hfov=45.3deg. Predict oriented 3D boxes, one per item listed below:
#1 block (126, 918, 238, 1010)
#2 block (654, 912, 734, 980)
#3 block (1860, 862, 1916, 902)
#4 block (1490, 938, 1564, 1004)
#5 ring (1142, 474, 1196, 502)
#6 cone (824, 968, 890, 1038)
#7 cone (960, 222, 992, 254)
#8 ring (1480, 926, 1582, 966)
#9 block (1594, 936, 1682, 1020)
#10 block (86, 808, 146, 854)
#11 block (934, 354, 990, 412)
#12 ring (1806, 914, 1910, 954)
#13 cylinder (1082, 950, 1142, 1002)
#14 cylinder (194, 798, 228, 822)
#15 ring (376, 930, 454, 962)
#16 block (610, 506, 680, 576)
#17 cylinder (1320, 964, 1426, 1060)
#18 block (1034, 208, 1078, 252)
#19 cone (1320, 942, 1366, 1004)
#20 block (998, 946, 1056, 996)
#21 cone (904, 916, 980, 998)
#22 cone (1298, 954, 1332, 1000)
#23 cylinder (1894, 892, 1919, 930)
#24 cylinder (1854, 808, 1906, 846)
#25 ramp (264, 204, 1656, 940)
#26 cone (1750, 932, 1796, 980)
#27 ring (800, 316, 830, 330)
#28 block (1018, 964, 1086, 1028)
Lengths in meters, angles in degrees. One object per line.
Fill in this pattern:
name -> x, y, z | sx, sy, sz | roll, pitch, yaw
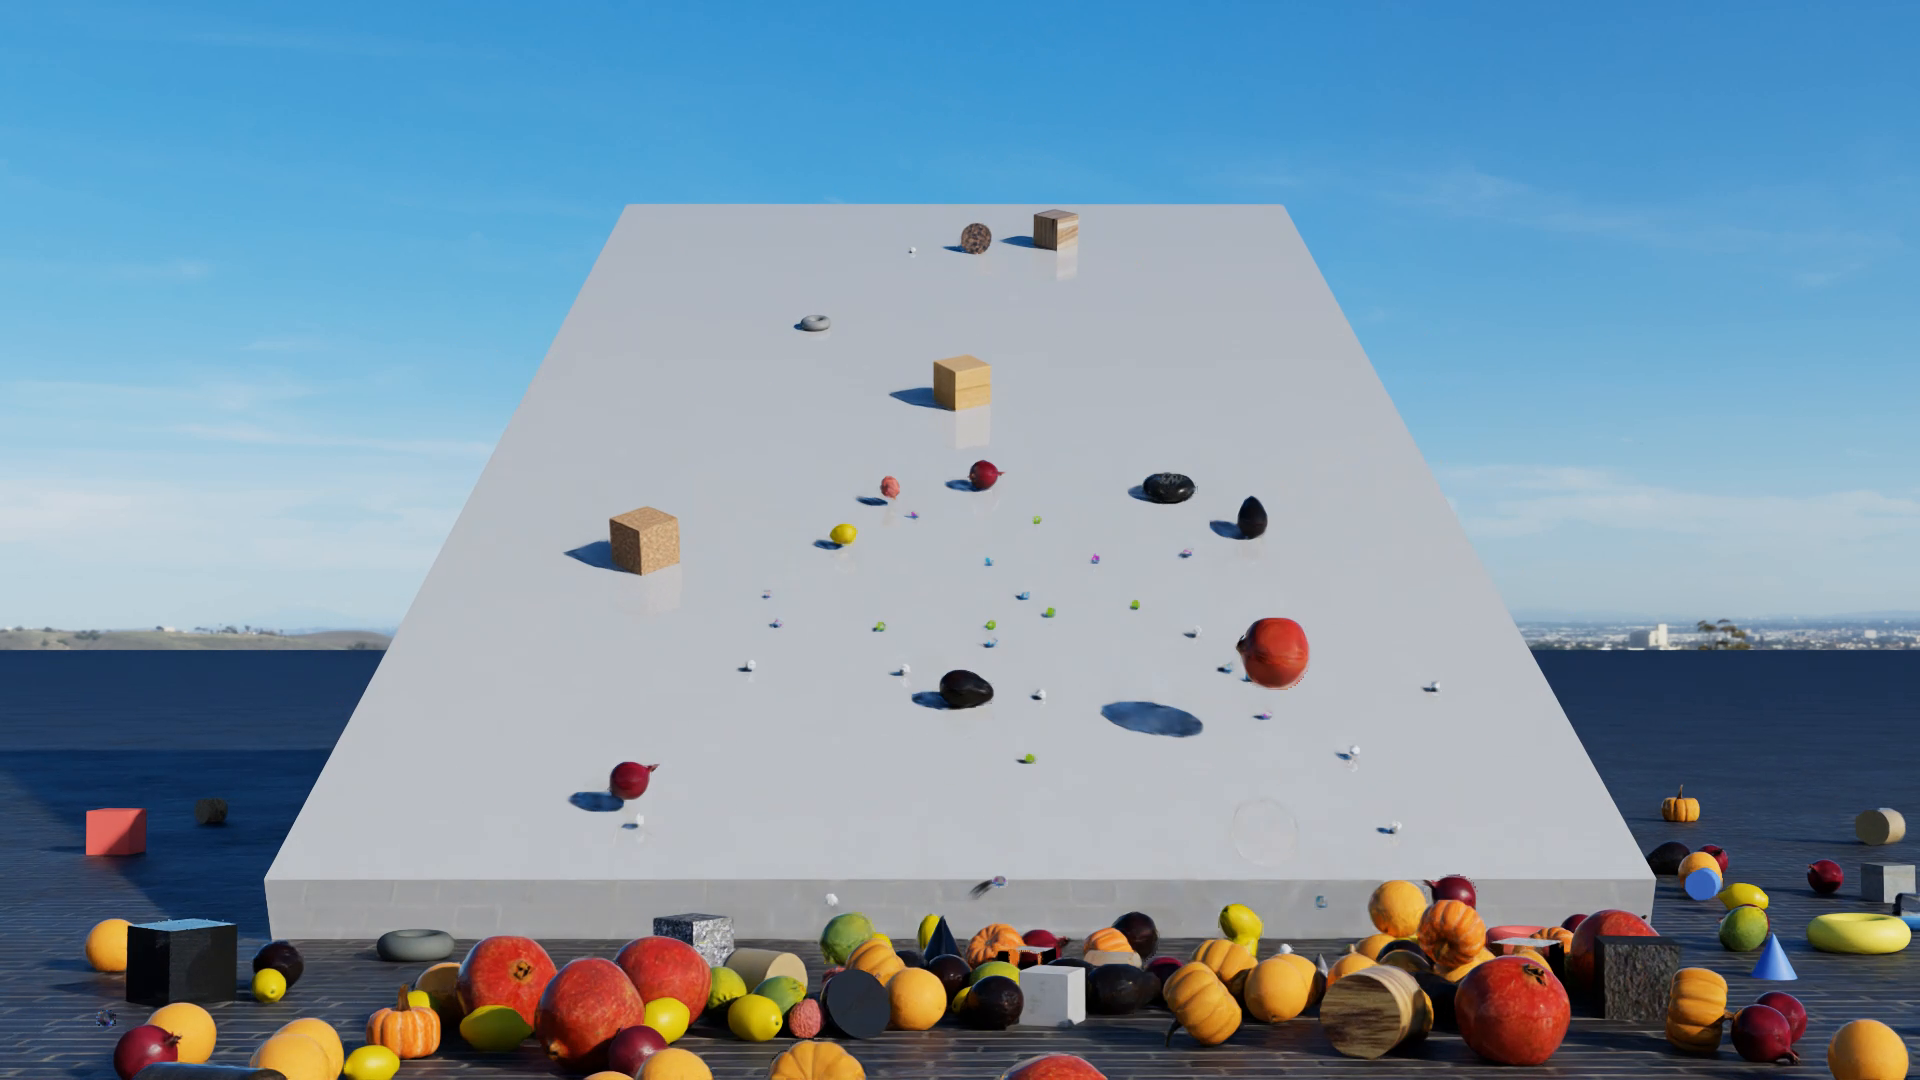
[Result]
block -> -0.936, 0.508, 2.764 | 0.091, 0.091, 0.091 | -2, -3, 39
block -> -0.346, 0.527, 2.986 | 0.073, 0.073, 0.073 | -2, -3, 39
block -> 1.553, 0.572, 3.847 | 0.060, 0.060, 0.060 | 1, -3, -15
block -> 0.690, 0.522, 2.793 | 0.067, 0.067, 0.067 | -2, -3, 36
ring -> 0.428, -0.108, 4.717 | 0.109, 0.036, 0.109 | 1, 21, 0
cone -> -0.131, 0.526, 2.543 | 0.080, 0.080, 0.080 | 2, -30, -35
cone -> 0.058, -0.844, 6.513 | 0.091, 0.091, 0.091 | -1, -6, 16
ring -> 0.766, 0.546, 3.086 | 0.135, 0.045, 0.135 | 1, -2, 0
block -> 0.785, 0.507, 2.666 | 0.085, 0.085, 0.085 | 0, -3, 8
block -> -1.730, 0.598, 4.717 | 0.088, 0.088, 0.088 | 0, -3, 3
block -> 0.004, -0.359, 5.251 | 0.095, 0.095, 0.095 | -14, 26, -30
ring -> 1.260, 0.552, 3.226 | 0.137, 0.046, 0.137 | -1, -3, 0
cylinder -> 0.184, 0.525, 2.771 | 0.058, 0.058, 0.058 | -1, -3, 22
cylinder -> -1.799, 0.651, 5.523 | 0.055, 0.055, 0.055 | -2, -11, 36
ring -> -0.743, 0.554, 3.138 | 0.104, 0.035, 0.104 | 1, -1, 0
block -> -0.599, 0.001, 4.368 | 0.092, 0.092, 0.092 | 20, 30, 40
cylinder -> 0.434, 0.495, 2.413 | 0.087, 0.087, 0.087 | -1, -3, 29
block -> 0.273, -0.882, 6.542 | 0.090, 0.090, 0.090 | 20, 29, 39
cone -> 0.466, 0.515, 2.738 | 0.074, 0.074, 0.074 | 0, -3, 0
block -> 0.082, 0.530, 2.826 | 0.053, 0.053, 0.053 | -1, -3, 26
cone -> -0.022, 0.509, 2.836 | 0.095, 0.095, 0.095 | 0, -3, 0
cone -> 0.438, 0.528, 2.799 | 0.054, 0.054, 0.054 | 0, -3, 0
cylinder -> 1.438, 0.558, 3.450 | 0.054, 0.054, 0.054 | -1, -3, 39
cylinder -> 1.964, 0.612, 4.906 | 0.076, 0.076, 0.076 | 2, -4, -44
ramp -> -0.007, -0.222, 5.173 | 2.000, 0.100, 4.000 | 0, 22, 0
cone -> 1.048, 0.534, 2.963 | 0.057, 0.057, 0.057 | 0, -3, 0
ring -> -0.364, -0.548, 5.805 | 0.077, 0.026, 0.077 | -1, 23, 0
block -> 0.105, 0.517, 2.610 | 0.059, 0.059, 0.059 | -1, -3, 22
